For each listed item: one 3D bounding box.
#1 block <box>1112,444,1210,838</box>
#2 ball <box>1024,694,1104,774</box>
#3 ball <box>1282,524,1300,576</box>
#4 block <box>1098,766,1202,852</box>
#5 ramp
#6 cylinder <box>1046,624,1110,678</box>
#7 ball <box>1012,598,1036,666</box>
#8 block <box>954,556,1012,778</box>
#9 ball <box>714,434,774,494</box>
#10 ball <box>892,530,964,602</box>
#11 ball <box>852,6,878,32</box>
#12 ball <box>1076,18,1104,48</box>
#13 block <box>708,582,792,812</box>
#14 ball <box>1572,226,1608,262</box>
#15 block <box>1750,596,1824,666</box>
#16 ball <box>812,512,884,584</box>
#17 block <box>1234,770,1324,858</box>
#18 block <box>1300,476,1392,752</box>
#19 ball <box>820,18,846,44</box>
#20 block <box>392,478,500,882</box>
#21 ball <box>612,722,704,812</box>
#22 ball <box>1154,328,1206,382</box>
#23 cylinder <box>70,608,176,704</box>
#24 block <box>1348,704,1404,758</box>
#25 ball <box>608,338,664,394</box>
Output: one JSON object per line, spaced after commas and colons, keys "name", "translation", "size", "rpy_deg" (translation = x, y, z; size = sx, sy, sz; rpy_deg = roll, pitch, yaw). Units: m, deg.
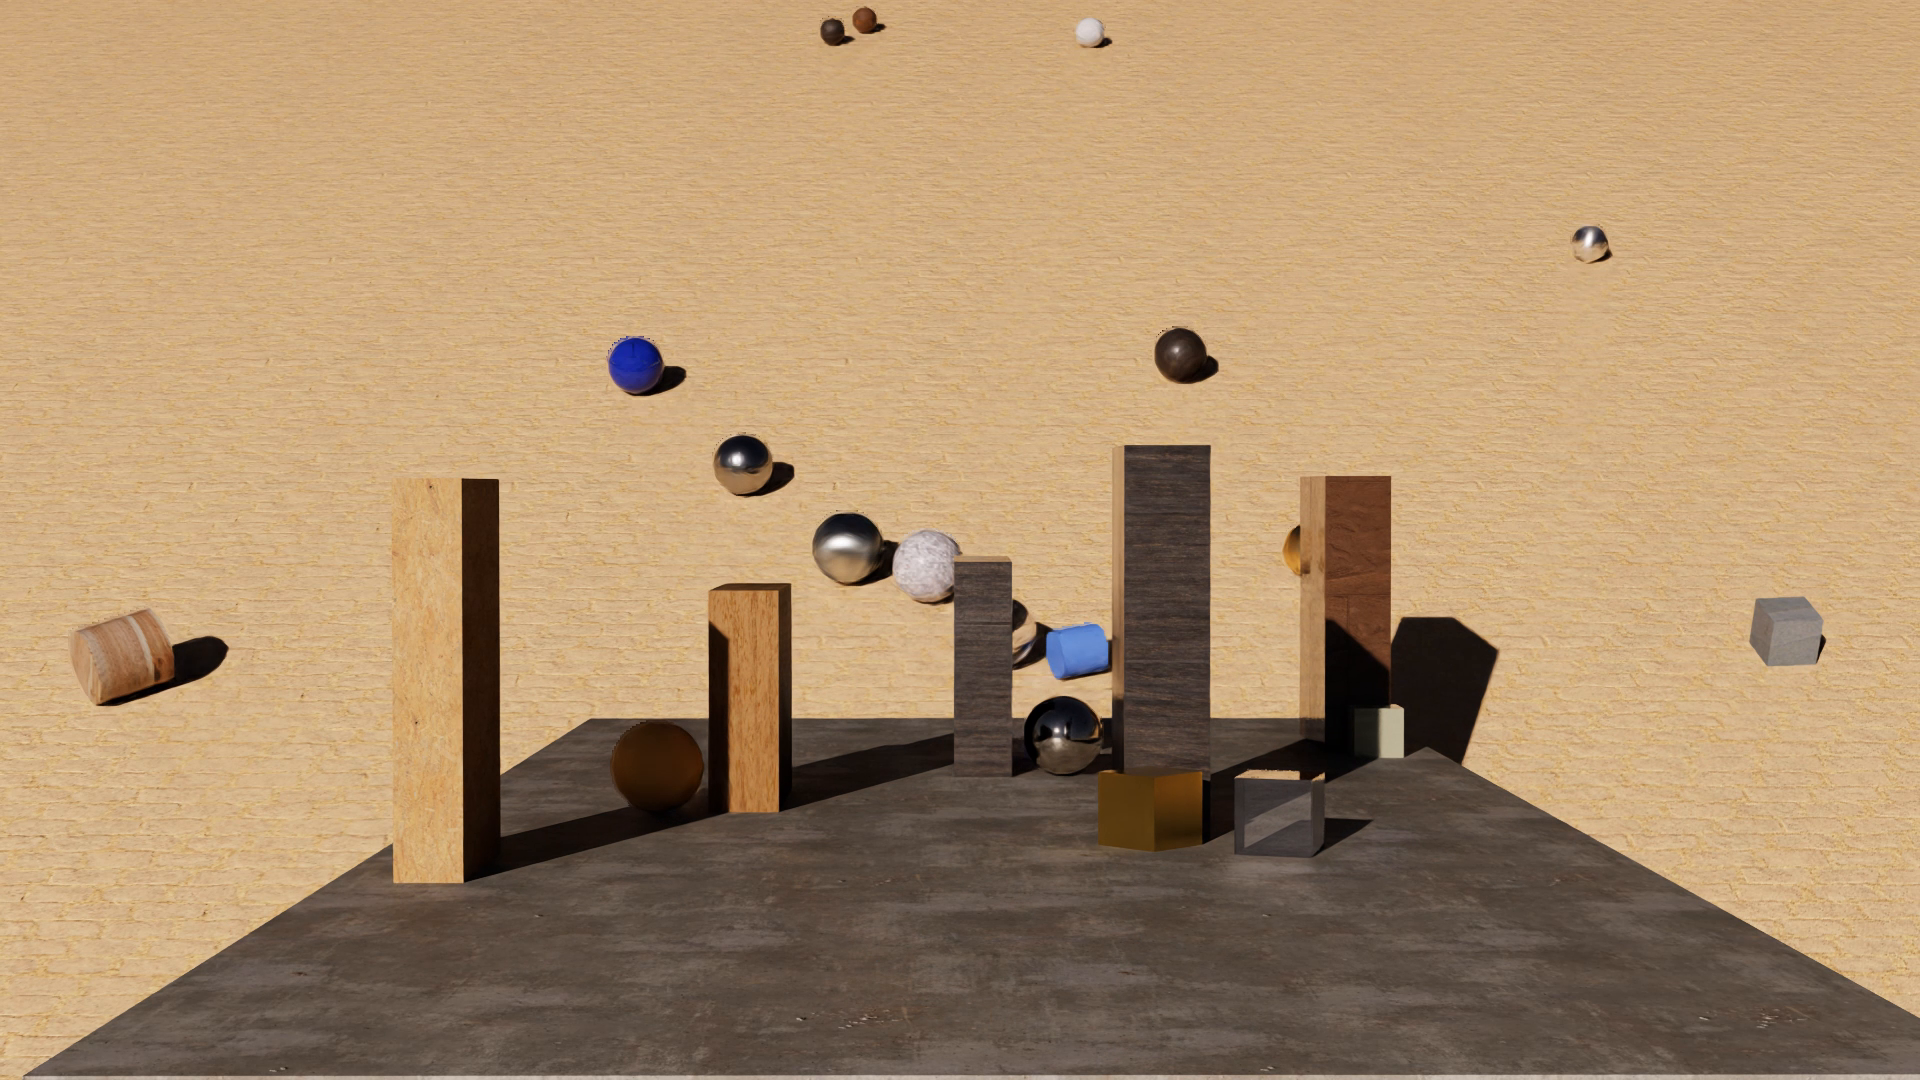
{"name": "block", "translation": [0.347, 0.167, 4.489], "size": [0.145, 0.659, 0.332], "rpy_deg": [0, 1, 0]}
{"name": "ball", "translation": [0.211, 0.399, 5.278], "size": [0.163, 0.163, 0.163], "rpy_deg": [0, 27, 0]}
{"name": "ball", "translation": [1.014, 0.030, 7.444], "size": [0.164, 0.164, 0.164], "rpy_deg": [0, 27, 0]}
{"name": "block", "translation": [0.313, 0.441, 4.243], "size": [0.121, 0.121, 0.121], "rpy_deg": [1, 2, 45]}
{"name": "ramp", "translation": [0.060, 0.544, 4.581], "size": [2.000, 0.100, 4.000], "rpy_deg": [0, 1, 0]}
{"name": "cylinder", "translation": [0.315, 0.299, 6.942], "size": [0.130, 0.130, 0.130], "rpy_deg": [-10, 28, -19]}
{"name": "ball", "translation": [0.108, 0.248, 6.974], "size": [0.195, 0.195, 0.195], "rpy_deg": [0, 27, 0]}
{"name": "block", "translation": [0.046, 0.258, 5.453], "size": [0.118, 0.437, 0.438], "rpy_deg": [0, 1, 0]}
{"name": "ball", "translation": [-0.667, -0.232, 7.942], "size": [0.184, 0.184, 0.184], "rpy_deg": [0, 27, 0]}
{"name": "ball", "translation": [-0.089, 0.074, 7.310], "size": [0.205, 0.205, 0.205], "rpy_deg": [0, 27, 0]}
{"name": "ball", "translation": [-0.466, -2.545, 12.625], "size": [0.123, 0.123, 0.123], "rpy_deg": [0, 27, 0]}
{"name": "ball", "translation": [0.624, -2.436, 12.387], "size": [0.143, 0.143, 0.143], "rpy_deg": [0, 27, 0]}
{"name": "block", "translation": [-0.392, 0.288, 4.857], "size": [0.127, 0.401, 0.374], "rpy_deg": [0, 1, 0]}
{"name": "ball", "translation": [2.385, -1.123, 9.774], "size": [0.137, 0.137, 0.137], "rpy_deg": [0, 27, 0]}
{"name": "block", "translation": [2.252, 0.249, 7.036], "size": [0.137, 0.137, 0.137], "rpy_deg": [-2, 27, -4]}
{"name": "ball", "translation": [-0.322, 0.021, 7.415], "size": [0.206, 0.206, 0.206], "rpy_deg": [0, 27, 0]}
{"name": "block", "translation": [0.517, 0.441, 4.167], "size": [0.124, 0.124, 0.124], "rpy_deg": [0, 1, 18]}
{"name": "block", "translation": [0.880, 0.160, 5.919], "size": [0.146, 0.613, 0.420], "rpy_deg": [0, 1, 0]}
{"name": "ball", "translation": [-0.615, -2.450, 12.436], "size": [0.122, 0.122, 0.122], "rpy_deg": [0, 27, 0]}
{"name": "block", "translation": [-0.791, 0.206, 3.991], "size": [0.104, 0.602, 0.316], "rpy_deg": [0, 1, 0]}
{"name": "ball", "translation": [-0.546, 0.411, 4.672], "size": [0.164, 0.164, 0.164], "rpy_deg": [0, 27, 0]}
{"name": "ball", "translation": [0.745, -0.627, 8.735], "size": [0.181, 0.181, 0.181], "rpy_deg": [0, 27, 0]}
{"name": "cylinder", "translation": [-2.220, 0.308, 6.840], "size": [0.203, 0.203, 0.203], "rpy_deg": [-20, 33, -34]}
{"name": "block", "translation": [0.911, 0.419, 5.660], "size": [0.107, 0.107, 0.107], "rpy_deg": [0, 1, 1]}
{"name": "ball", "translation": [-1.085, -0.583, 8.640], "size": [0.187, 0.187, 0.187], "rpy_deg": [0, 27, 0]}
